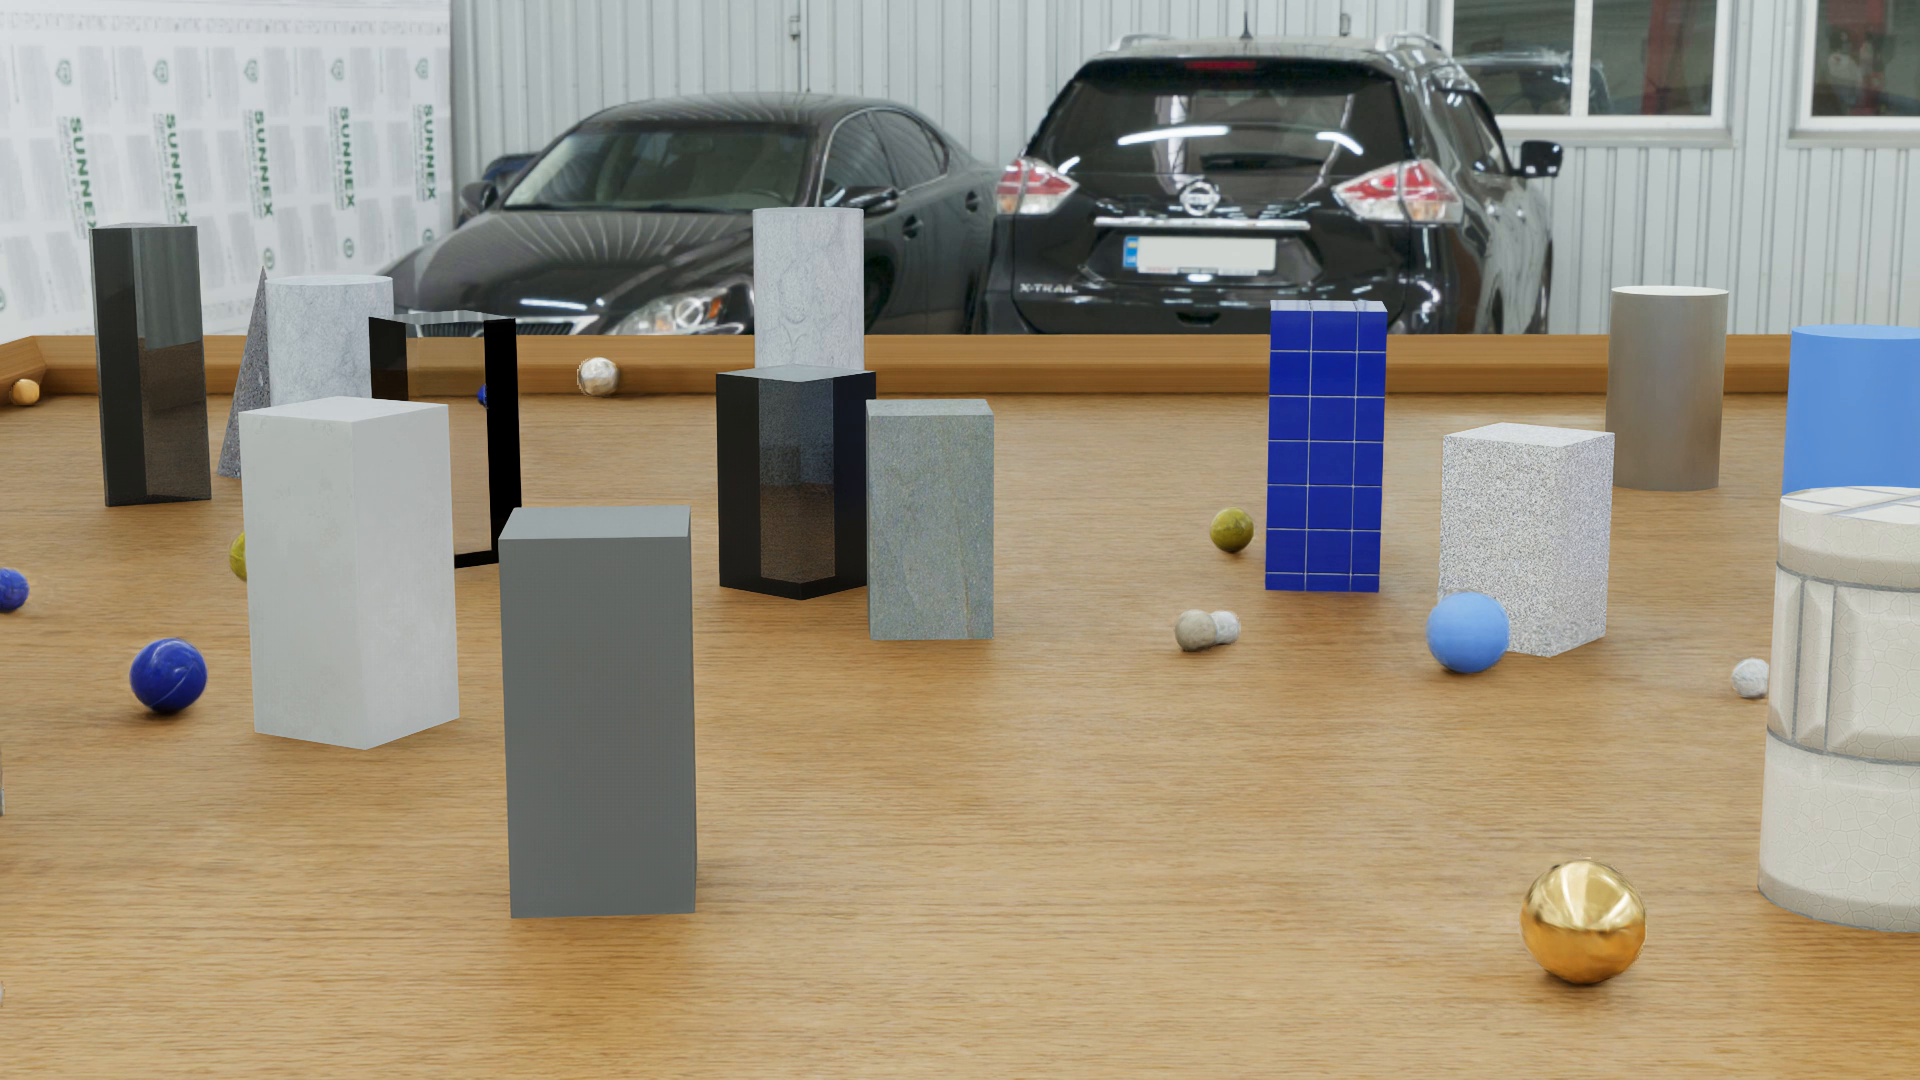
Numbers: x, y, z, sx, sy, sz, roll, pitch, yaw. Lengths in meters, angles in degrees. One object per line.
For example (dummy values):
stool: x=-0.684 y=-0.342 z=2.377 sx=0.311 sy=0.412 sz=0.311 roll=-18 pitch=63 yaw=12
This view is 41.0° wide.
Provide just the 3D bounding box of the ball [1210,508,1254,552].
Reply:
ball: x=0.410 y=-0.014 z=3.879 sx=0.067 sy=0.067 sz=0.067 roll=0 pitch=10 yaw=0

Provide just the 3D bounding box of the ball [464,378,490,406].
ball: x=-1.046 y=-0.320 z=5.558 sx=0.058 sy=0.058 sz=0.058 roll=0 pitch=10 yaw=0

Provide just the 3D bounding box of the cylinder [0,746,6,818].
cylinder: x=-1.039 y=0.061 z=2.471 sx=0.198 sy=0.431 sz=0.198 roll=0 pitch=10 yaw=0

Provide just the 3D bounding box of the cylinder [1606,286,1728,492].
cylinder: x=1.238 y=-0.268 z=4.504 sx=0.198 sy=0.339 sz=0.198 roll=0 pitch=10 yaw=0

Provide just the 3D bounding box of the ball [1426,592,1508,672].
ball: x=0.615 y=0.112 z=3.111 sx=0.099 sy=0.099 sz=0.099 roll=0 pitch=10 yaw=0

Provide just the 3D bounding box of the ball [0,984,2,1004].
ball: x=-0.760 y=0.350 z=1.973 sx=0.045 sy=0.045 sz=0.045 roll=0 pitch=10 yaw=0

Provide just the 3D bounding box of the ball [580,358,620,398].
ball: x=-0.798 y=-0.360 z=5.684 sx=0.089 sy=0.089 sz=0.089 roll=0 pitch=10 yaw=0

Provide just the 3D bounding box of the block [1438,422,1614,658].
block: x=0.723 y=-0.004 z=3.281 sx=0.158 sy=0.265 sz=0.158 roll=8 pitch=13 yaw=38

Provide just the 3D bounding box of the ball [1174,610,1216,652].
ball: x=0.296 y=0.114 z=3.226 sx=0.053 sy=0.053 sz=0.053 roll=0 pitch=10 yaw=0

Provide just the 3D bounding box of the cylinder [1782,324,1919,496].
cylinder: x=1.237 y=-0.103 z=3.531 sx=0.198 sy=0.368 sz=0.198 roll=0 pitch=10 yaw=0

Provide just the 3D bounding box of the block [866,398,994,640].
block: x=-0.041 y=-0.029 z=3.346 sx=0.158 sy=0.290 sz=0.158 roll=-1 pitch=11 yaw=-3

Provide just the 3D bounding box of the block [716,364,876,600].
block: x=-0.229 y=-0.086 z=3.616 sx=0.158 sy=0.303 sz=0.158 roll=8 pitch=13 yaw=38

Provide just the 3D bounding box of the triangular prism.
triangular prism: x=-1.381 y=-0.302 z=4.345 sx=0.171 sy=0.462 sz=0.148 roll=-5 pitch=12 yaw=-25

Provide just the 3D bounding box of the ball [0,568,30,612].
ball: x=-1.287 y=0.067 z=3.464 sx=0.058 sy=0.058 sz=0.058 roll=0 pitch=10 yaw=0

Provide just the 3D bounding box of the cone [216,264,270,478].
cone: x=-1.250 y=-0.311 z=4.634 sx=0.198 sy=0.375 sz=0.198 roll=0 pitch=10 yaw=0

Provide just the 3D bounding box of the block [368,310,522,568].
block: x=-0.762 y=-0.150 z=3.807 sx=0.158 sy=0.361 sz=0.158 roll=-8 pitch=13 yaw=-38

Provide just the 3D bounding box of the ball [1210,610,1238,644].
ball: x=0.332 y=0.111 z=3.263 sx=0.044 sy=0.044 sz=0.044 roll=0 pitch=10 yaw=0

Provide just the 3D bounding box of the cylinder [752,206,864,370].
cylinder: x=-0.271 y=-0.357 z=4.617 sx=0.198 sy=0.471 sz=0.198 roll=0 pitch=10 yaw=0

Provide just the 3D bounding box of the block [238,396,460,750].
block: x=-0.673 y=0.031 z=2.837 sx=0.158 sy=0.357 sz=0.158 roll=6 pitch=12 yaw=28

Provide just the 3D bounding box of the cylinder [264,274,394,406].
cylinder: x=-1.000 y=-0.220 z=4.101 sx=0.198 sy=0.391 sz=0.198 roll=0 pitch=10 yaw=0

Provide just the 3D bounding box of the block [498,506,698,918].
block: x=-0.316 y=0.148 z=2.272 sx=0.158 sy=0.333 sz=0.158 roll=-1 pitch=11 yaw=-5

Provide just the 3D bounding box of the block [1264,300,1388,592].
block: x=0.516 y=-0.136 z=3.639 sx=0.158 sy=0.393 sz=0.158 roll=1 pitch=11 yaw=6

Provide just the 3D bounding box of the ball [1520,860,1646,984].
ball: x=0.500 y=0.306 z=2.059 sx=0.099 sy=0.099 sz=0.099 roll=0 pitch=10 yaw=0

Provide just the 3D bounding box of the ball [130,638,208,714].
ball: x=-0.901 y=0.155 z=2.920 sx=0.085 sy=0.085 sz=0.085 roll=0 pitch=10 yaw=0

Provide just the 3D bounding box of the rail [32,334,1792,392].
rail: x=-0.013 y=-0.393 z=5.748 sx=4.134 sy=0.128 sz=0.045 roll=0 pitch=10 yaw=0

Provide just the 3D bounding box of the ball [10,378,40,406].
ball: x=-2.019 y=-0.319 z=5.542 sx=0.060 sy=0.060 sz=0.060 roll=0 pitch=10 yaw=0

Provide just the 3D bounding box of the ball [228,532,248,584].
ball: x=-0.994 y=0.024 z=3.632 sx=0.081 sy=0.081 sz=0.081 roll=0 pitch=10 yaw=0

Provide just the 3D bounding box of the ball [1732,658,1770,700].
ball: x=0.922 y=0.161 z=2.982 sx=0.048 sy=0.048 sz=0.048 roll=0 pitch=10 yaw=0

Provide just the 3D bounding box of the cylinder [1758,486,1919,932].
cylinder: x=0.812 y=0.143 z=2.247 sx=0.198 sy=0.352 sz=0.198 roll=0 pitch=10 yaw=0

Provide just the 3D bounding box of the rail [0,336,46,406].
rail: x=-2.043 y=0.035 z=3.437 sx=0.045 sy=0.128 sz=4.724 roll=0 pitch=10 yaw=0
